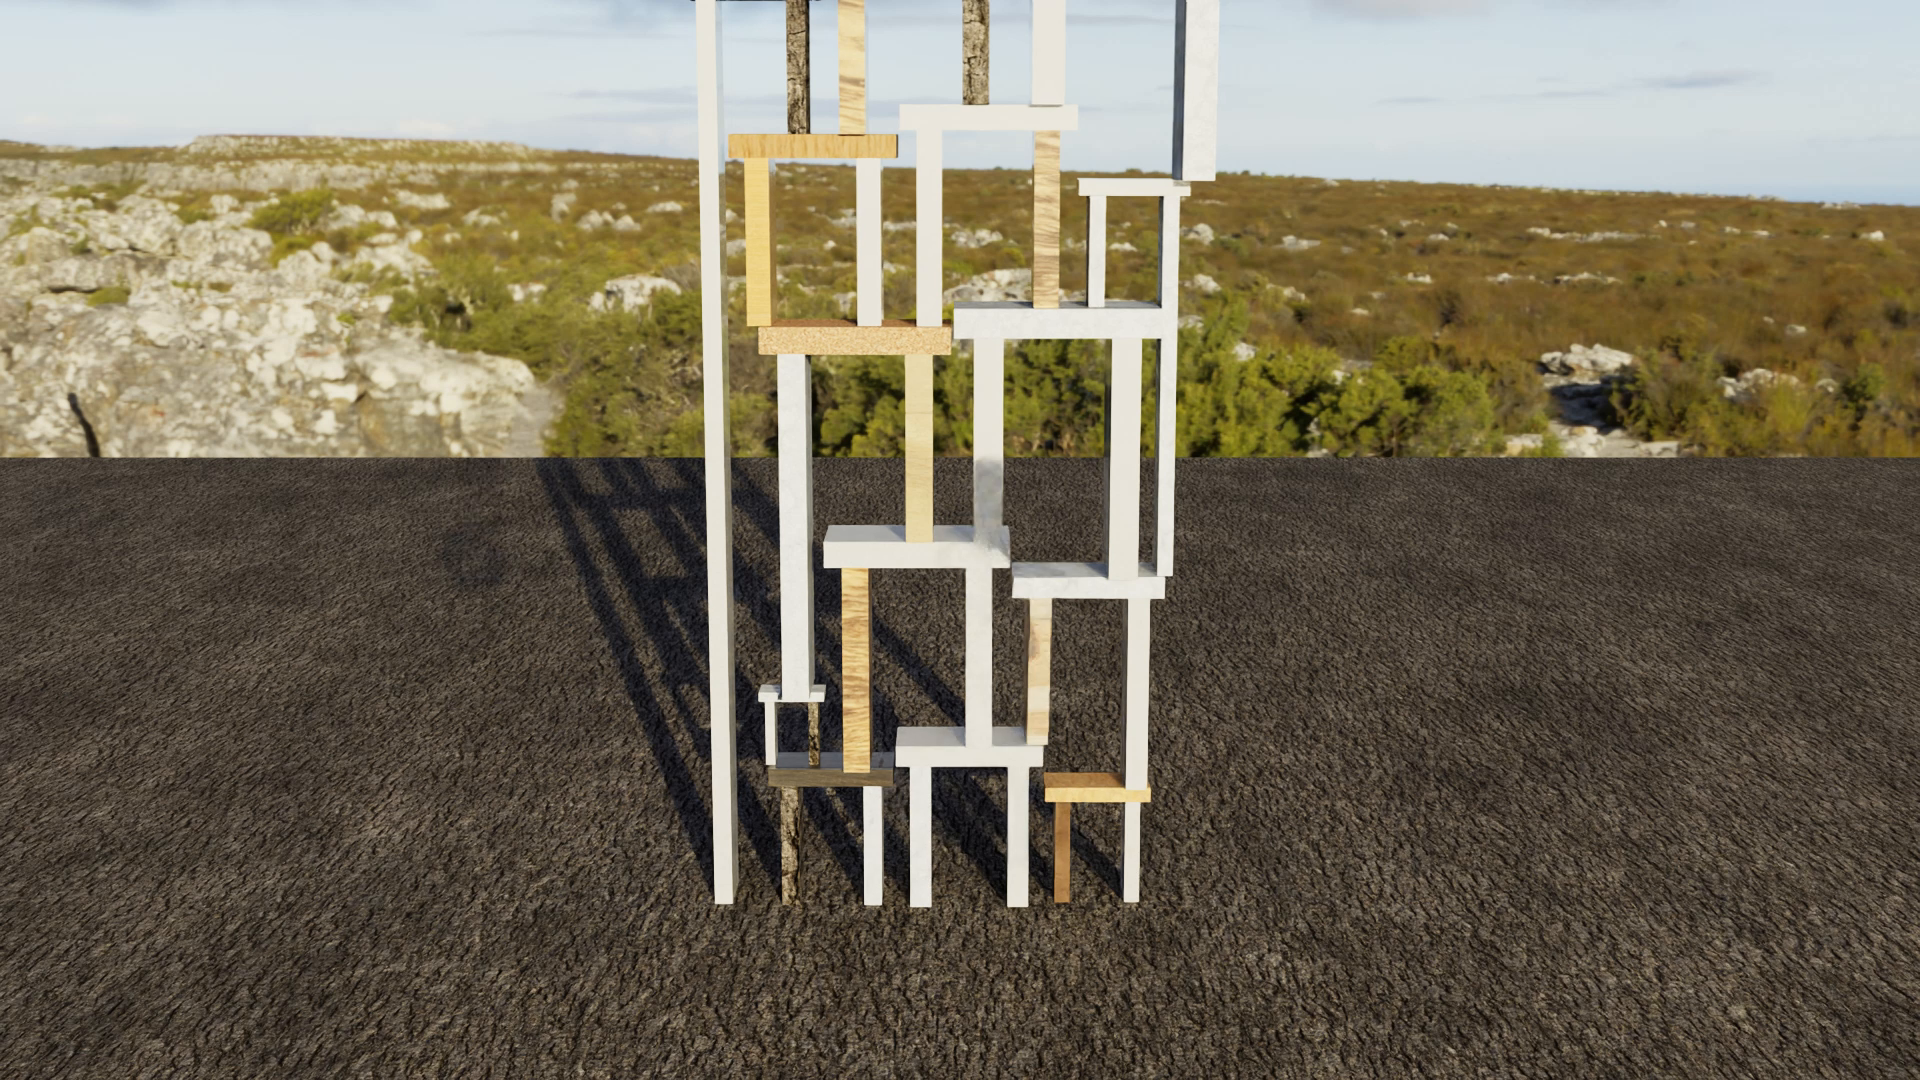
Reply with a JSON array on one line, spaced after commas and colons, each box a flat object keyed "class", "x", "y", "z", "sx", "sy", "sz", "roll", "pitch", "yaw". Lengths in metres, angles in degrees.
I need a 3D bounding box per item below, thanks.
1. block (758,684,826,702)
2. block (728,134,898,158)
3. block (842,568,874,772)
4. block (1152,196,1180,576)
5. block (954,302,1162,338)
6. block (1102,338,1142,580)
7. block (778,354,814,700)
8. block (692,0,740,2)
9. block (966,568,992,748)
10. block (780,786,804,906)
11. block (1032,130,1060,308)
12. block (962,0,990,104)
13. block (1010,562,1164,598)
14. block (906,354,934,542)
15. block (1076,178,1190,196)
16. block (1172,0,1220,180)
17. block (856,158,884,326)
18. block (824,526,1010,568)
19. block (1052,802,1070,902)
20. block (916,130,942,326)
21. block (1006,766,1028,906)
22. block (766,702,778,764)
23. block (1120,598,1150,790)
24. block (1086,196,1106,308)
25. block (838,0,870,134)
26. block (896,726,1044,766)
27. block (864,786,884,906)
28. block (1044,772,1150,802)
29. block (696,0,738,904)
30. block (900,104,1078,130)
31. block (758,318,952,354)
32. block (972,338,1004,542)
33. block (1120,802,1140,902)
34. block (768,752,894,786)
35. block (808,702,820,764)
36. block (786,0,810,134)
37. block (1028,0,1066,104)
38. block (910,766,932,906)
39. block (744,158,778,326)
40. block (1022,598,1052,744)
[{"class": "block", "x": -0.275, "y": 0.251, "z": 3.606, "sx": 0.106, "sy": 0.015, "sz": 0.053, "roll": 0, "pitch": 11, "yaw": 0}, {"class": "block", "x": -0.227, "y": -0.618, "z": 3.446, "sx": 0.258, "sy": 0.037, "sz": 0.129, "roll": 0, "pitch": 11, "yaw": 0}, {"class": "block", "x": -0.167, "y": 0.197, "z": 3.598, "sx": 0.042, "sy": 0.337, "sz": 0.148, "roll": 0, "pitch": 11, "yaw": 0}, {"class": "block", "x": 0.329, "y": -0.246, "z": 3.511, "sx": 0.024, "sy": 0.602, "sz": 0.086, "roll": 0, "pitch": 11, "yaw": 0}, {"class": "block", "x": 0.152, "y": -0.351, "z": 3.496, "sx": 0.323, "sy": 0.046, "sz": 0.162, "roll": 0, "pitch": 11, "yaw": 0}, {"class": "block", "x": 0.260, "y": -0.140, "z": 3.536, "sx": 0.046, "sy": 0.384, "sz": 0.162, "roll": 0, "pitch": 11, "yaw": 0}, {"class": "block", "x": -0.263, "y": -0.029, "z": 3.549, "sx": 0.042, "sy": 0.557, "sz": 0.149, "roll": 0, "pitch": 11, "yaw": 0}, {"class": "block", "x": -0.321, "y": -0.852, "z": 3.401, "sx": 0.205, "sy": 0.029, "sz": 0.103, "roll": 0, "pitch": 11, "yaw": 1}, {"class": "block", "x": 0.030, "y": 0.176, "z": 3.595, "sx": 0.042, "sy": 0.296, "sz": 0.148, "roll": 0, "pitch": 11, "yaw": 0}, {"class": "block", "x": -0.278, "y": 0.491, "z": 3.646, "sx": 0.029, "sy": 0.203, "sz": 0.101, "roll": 0, "pitch": 11, "yaw": 0}, {"class": "block", "x": 0.134, "y": -0.507, "z": 3.465, "sx": 0.039, "sy": 0.274, "sz": 0.137, "roll": 0, "pitch": 11, "yaw": 0}, {"class": "block", "x": 0.024, "y": -0.817, "z": 3.400, "sx": 0.040, "sy": 0.283, "sz": 0.141, "roll": 0, "pitch": 11, "yaw": 0}, {"class": "block", "x": 0.206, "y": 0.065, "z": 3.577, "sx": 0.243, "sy": 0.034, "sz": 0.121, "roll": 0, "pitch": 11, "yaw": 0}, {"class": "block", "x": -0.064, "y": -0.156, "z": 3.526, "sx": 0.042, "sy": 0.299, "sz": 0.149, "roll": 0, "pitch": 11, "yaw": 0}, {"class": "block", "x": 0.271, "y": -0.554, "z": 3.453, "sx": 0.173, "sy": 0.024, "sz": 0.086, "roll": 0, "pitch": 11, "yaw": 0}, {"class": "block", "x": 0.366, "y": -0.794, "z": 3.408, "sx": 0.049, "sy": 0.463, "sz": 0.174, "roll": 0, "pitch": 11, "yaw": 0}, {"class": "block", "x": -0.141, "y": -0.473, "z": 3.474, "sx": 0.037, "sy": 0.258, "sz": 0.129, "roll": 0, "pitch": 11, "yaw": 0}, {"class": "block", "x": -0.068, "y": 0.010, "z": 3.563, "sx": 0.296, "sy": 0.042, "sz": 0.148, "roll": 0, "pitch": 11, "yaw": 0}, {"class": "block", "x": 0.168, "y": 0.505, "z": 3.655, "sx": 0.024, "sy": 0.172, "sz": 0.086, "roll": 0, "pitch": 11, "yaw": 0}, {"class": "block", "x": -0.048, "y": -0.493, "z": 3.467, "sx": 0.039, "sy": 0.301, "sz": 0.137, "roll": 0, "pitch": 11, "yaw": 0}, {"class": "block", "x": 0.095, "y": 0.474, "z": 3.643, "sx": 0.034, "sy": 0.239, "sz": 0.119, "roll": 0, "pitch": 11, "yaw": 0}, {"class": "block", "x": -0.310, "y": 0.311, "z": 3.617, "sx": 0.015, "sy": 0.106, "sz": 0.053, "roll": 0, "pitch": 11, "yaw": 0}, {"class": "block", "x": 0.287, "y": 0.239, "z": 3.609, "sx": 0.034, "sy": 0.319, "sz": 0.121, "roll": 0, "pitch": 11, "yaw": 0}, {"class": "block", "x": 0.214, "y": -0.457, "z": 3.473, "sx": 0.024, "sy": 0.173, "sz": 0.086, "roll": 0, "pitch": 11, "yaw": -1}, {"class": "block", "x": -0.164, "y": -0.795, "z": 3.404, "sx": 0.040, "sy": 0.328, "sz": 0.141, "roll": 0, "pitch": 11, "yaw": 0}, {"class": "block", "x": 0.015, "y": 0.340, "z": 3.618, "sx": 0.239, "sy": 0.034, "sz": 0.119, "roll": 0, "pitch": 11, "yaw": 0}, {"class": "block", "x": -0.143, "y": 0.491, "z": 3.646, "sx": 0.029, "sy": 0.203, "sz": 0.101, "roll": 0, "pitch": 11, "yaw": 0}, {"class": "block", "x": 0.225, "y": 0.409, "z": 3.637, "sx": 0.172, "sy": 0.024, "sz": 0.086, "roll": 0, "pitch": 11, "yaw": 0}, {"class": "block", "x": -0.389, "y": -0.124, "z": 3.539, "sx": 0.029, "sy": 1.452, "sz": 0.103, "roll": 0, "pitch": 11, "yaw": 0}, {"class": "block", "x": 0.044, "y": -0.660, "z": 3.435, "sx": 0.274, "sy": 0.039, "sz": 0.137, "roll": 0, "pitch": 11, "yaw": 0}, {"class": "block", "x": -0.164, "y": -0.324, "z": 3.494, "sx": 0.299, "sy": 0.042, "sz": 0.149, "roll": 0, "pitch": 11, "yaw": 0}, {"class": "block", "x": 0.045, "y": -0.169, "z": 3.531, "sx": 0.046, "sy": 0.323, "sz": 0.162, "roll": 0, "pitch": 11, "yaw": 0}, {"class": "block", "x": 0.283, "y": 0.505, "z": 3.655, "sx": 0.024, "sy": 0.172, "sz": 0.086, "roll": 0, "pitch": 11, "yaw": 0}, {"class": "block", "x": -0.210, "y": 0.378, "z": 3.625, "sx": 0.203, "sy": 0.029, "sz": 0.101, "roll": 0, "pitch": 11, "yaw": 0}, {"class": "block", "x": -0.239, "y": 0.311, "z": 3.617, "sx": 0.015, "sy": 0.106, "sz": 0.053, "roll": 0, "pitch": 11, "yaw": 0}, {"class": "block", "x": -0.251, "y": -0.736, "z": 3.421, "sx": 0.029, "sy": 0.205, "sz": 0.103, "roll": 0, "pitch": 11, "yaw": 0}, {"class": "block", "x": 0.134, "y": -0.850, "z": 3.396, "sx": 0.049, "sy": 0.348, "sz": 0.174, "roll": 0, "pitch": 11, "yaw": 0}, {"class": "block", "x": -0.064, "y": 0.474, "z": 3.643, "sx": 0.034, "sy": 0.239, "sz": 0.119, "roll": 0, "pitch": 11, "yaw": 0}, {"class": "block", "x": -0.314, "y": -0.473, "z": 3.473, "sx": 0.037, "sy": 0.258, "sz": 0.129, "roll": 0, "pitch": 11, "yaw": 0}, {"class": "block", "x": 0.126, "y": 0.201, "z": 3.604, "sx": 0.034, "sy": 0.243, "sz": 0.121, "roll": 1, "pitch": 11, "yaw": -2}]
